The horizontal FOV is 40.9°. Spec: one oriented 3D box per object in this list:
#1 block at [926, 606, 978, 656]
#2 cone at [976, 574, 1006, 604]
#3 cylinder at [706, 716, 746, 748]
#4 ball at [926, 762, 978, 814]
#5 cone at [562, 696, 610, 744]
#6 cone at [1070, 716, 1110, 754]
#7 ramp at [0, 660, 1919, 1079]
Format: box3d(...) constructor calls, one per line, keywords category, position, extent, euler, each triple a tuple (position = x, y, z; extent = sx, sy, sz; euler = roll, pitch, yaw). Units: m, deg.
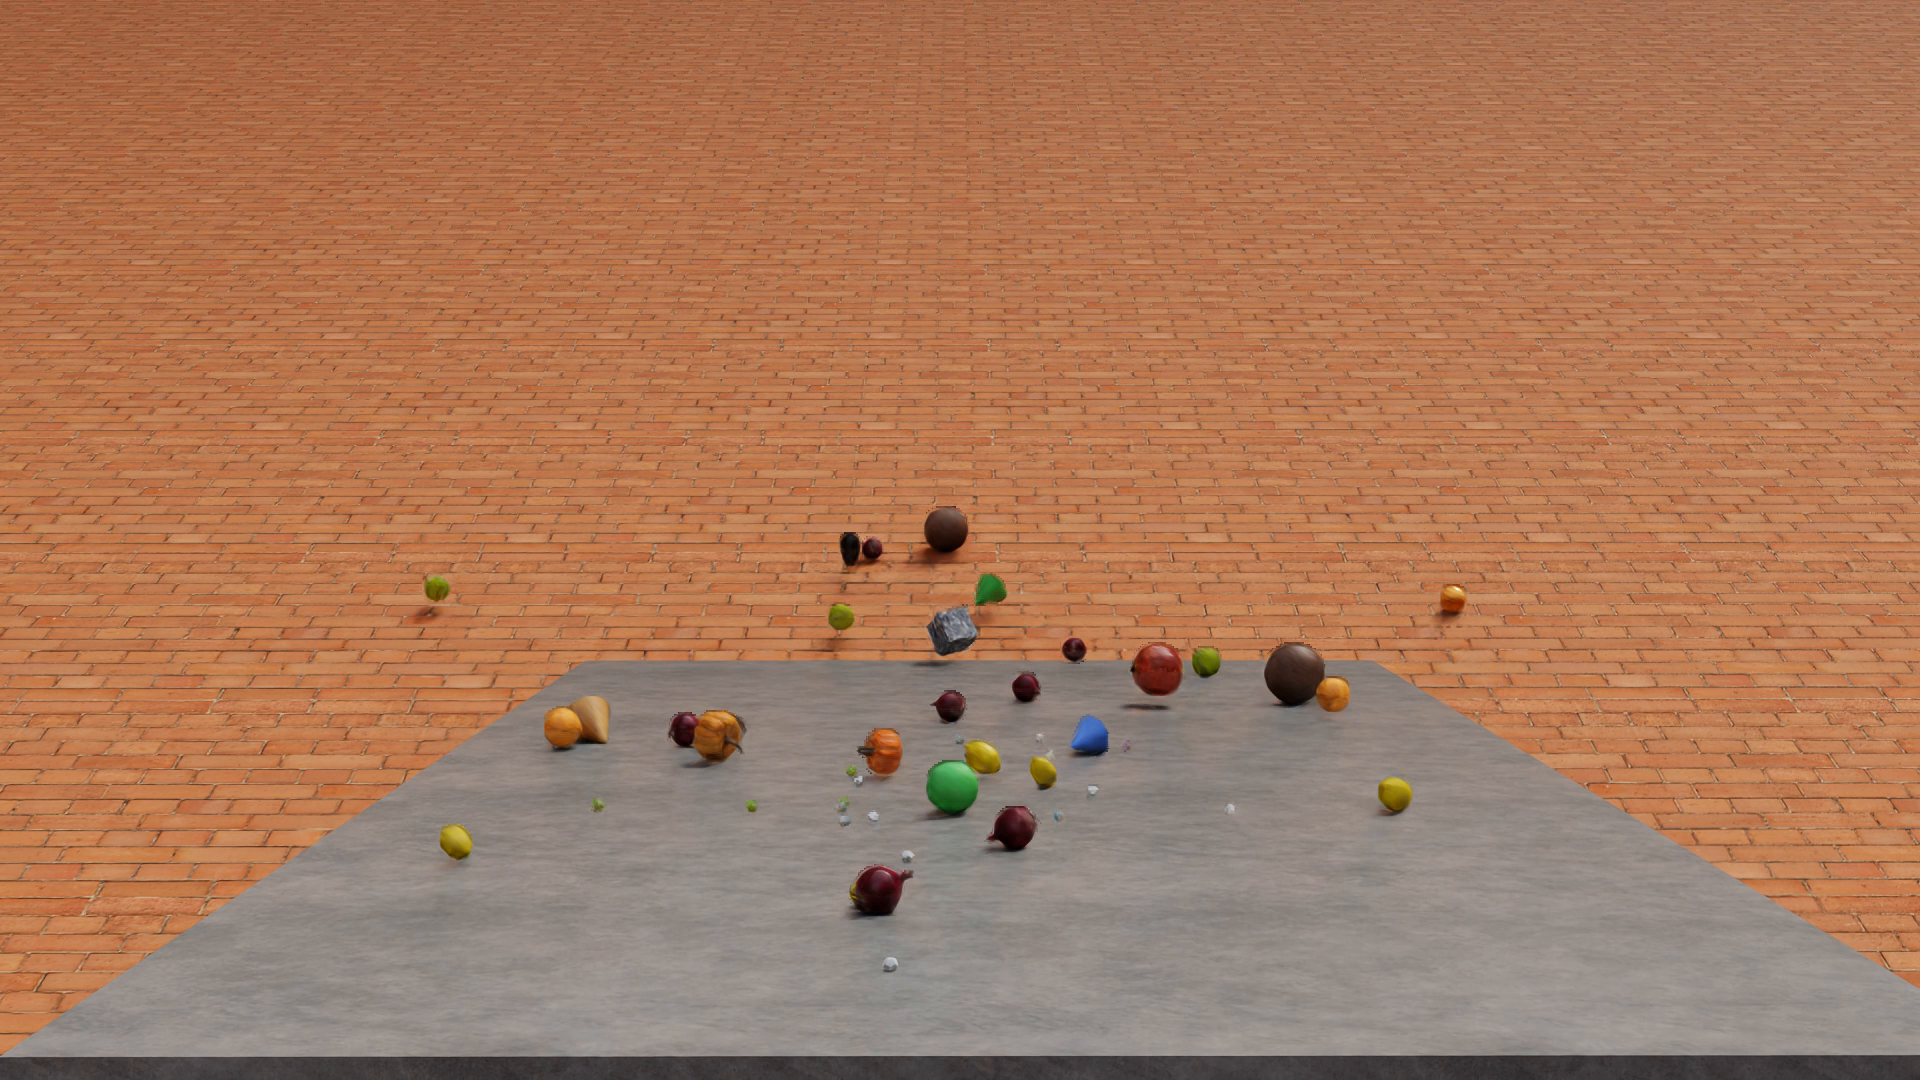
box3d(category="block", position=(-0.020, 0.230, 6.460), extent=(0.082, 0.082, 0.082), euler=(-12, 66, -29))
box3d(category="cone", position=(0.066, 0.153, 7.005), extent=(0.085, 0.085, 0.085), euler=(17, 41, 35))
box3d(category="cylinder", position=(-0.440, 0.362, 4.846), extent=(0.059, 0.059, 0.059), euler=(6, -2, 14))
box3d(category="ball", position=(-0.012, 0.390, 4.056), extent=(0.082, 0.082, 0.082), euler=(0, 22, 0))
box3d(category="cone", position=(-0.697, 0.365, 4.927), extent=(0.099, 0.099, 0.099), euler=(-12, 35, -28))
box3d(category="cone", position=(0.224, 0.371, 4.731), extent=(0.071, 0.071, 0.071), euler=(20, 30, 40))
box3d(category="ramp", position=(0.050, 0.457, 4.533), extent=(2.000, 0.100, 4.000), euler=(0, 3, 0))
